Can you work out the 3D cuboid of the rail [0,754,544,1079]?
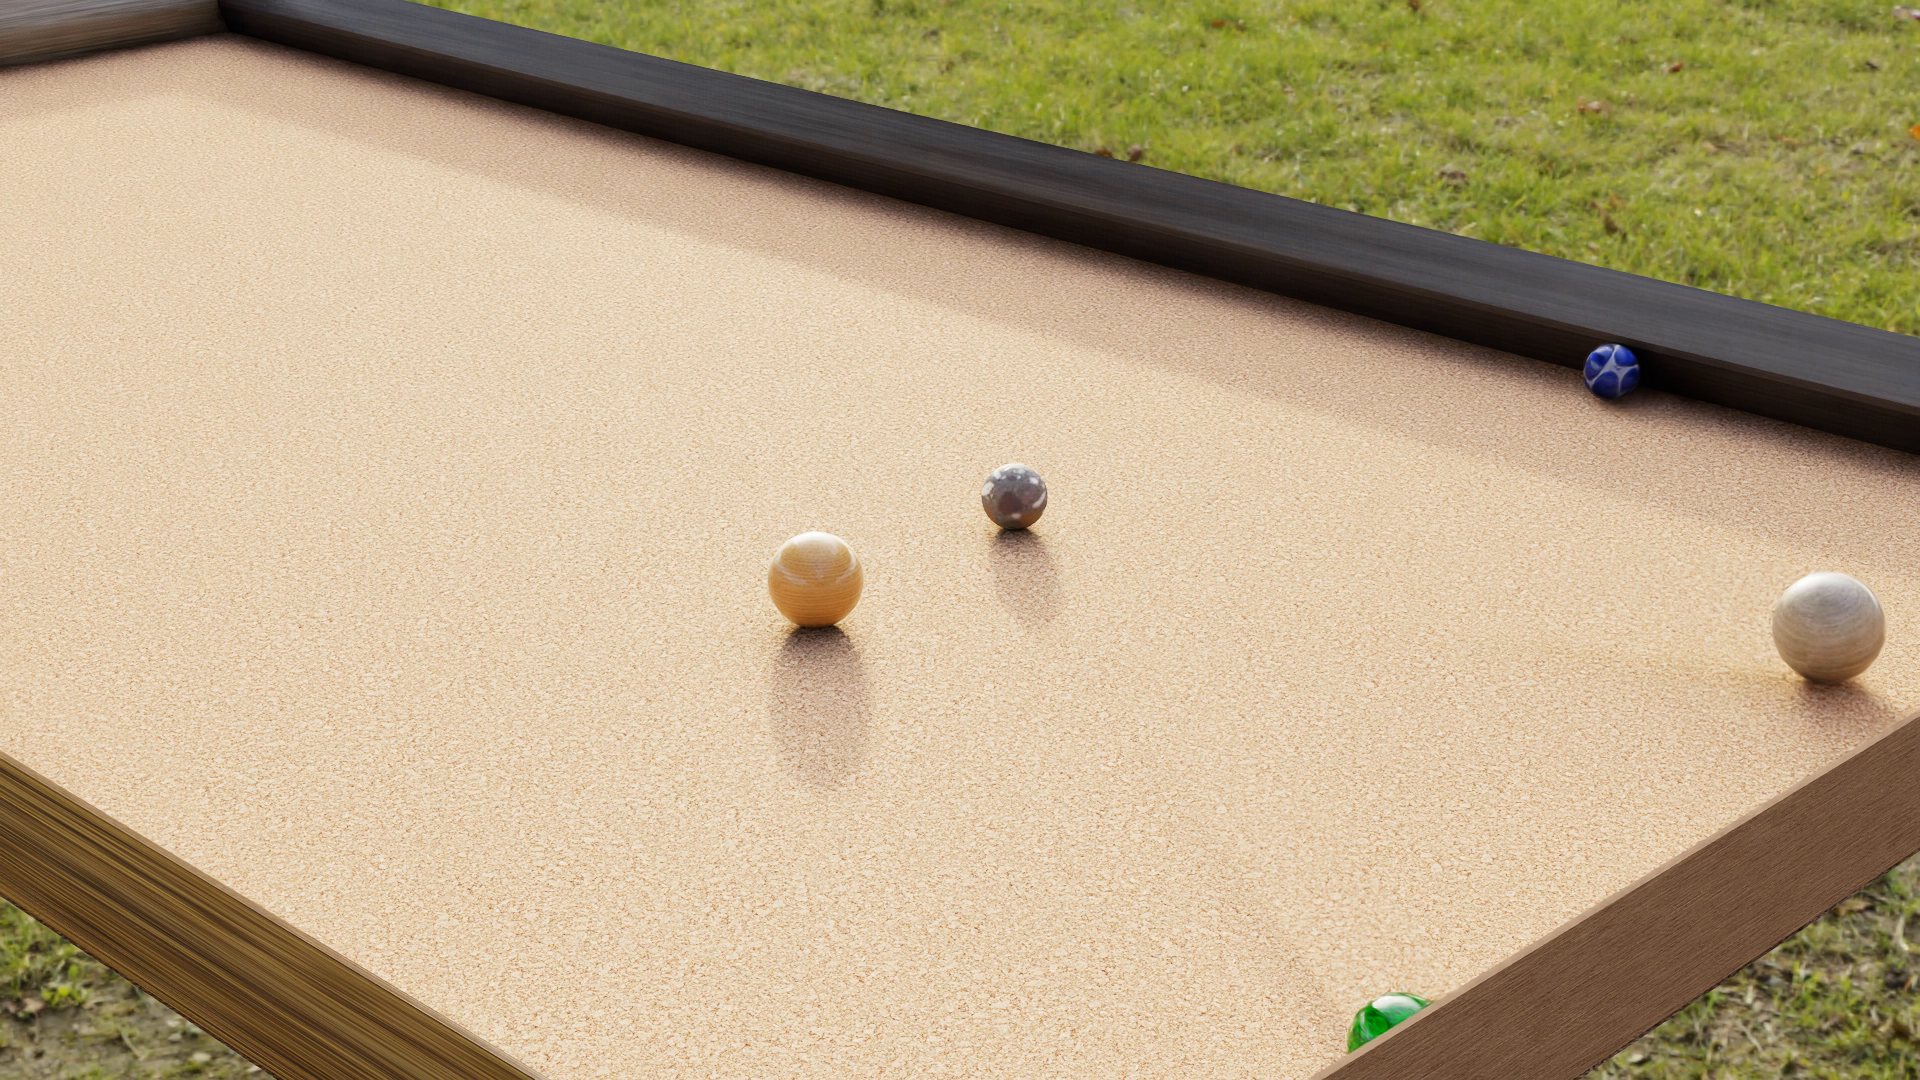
[{"bbox_3d":[-1.255,-0.018,2.623,3.530,0.119,0.045,19,28,41],"label":"rail"}]

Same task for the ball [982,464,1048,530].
[{"bbox_3d":[0.051,-0.041,2.764,0.062,0.062,0.062,0,21,0],"label":"ball"}]

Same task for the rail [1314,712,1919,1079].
[{"bbox_3d":[0.612,0.192,2.076,0.045,0.119,1.832,19,28,41],"label":"rail"}]

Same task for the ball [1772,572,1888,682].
[{"bbox_3d":[0.717,0.072,2.428,0.091,0.091,0.091,0,21,0],"label":"ball"}]

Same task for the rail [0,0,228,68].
[{"bbox_3d":[-1.869,-0.683,4.358,0.045,0.119,1.832,19,28,41],"label":"rail"}]

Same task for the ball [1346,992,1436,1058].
[{"bbox_3d":[0.274,0.315,1.829,0.068,0.068,0.068,0,21,0],"label":"ball"}]

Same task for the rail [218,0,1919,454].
[{"bbox_3d":[-0.002,-0.473,3.810,3.530,0.119,0.045,19,28,41],"label":"rail"}]

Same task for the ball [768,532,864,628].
[{"bbox_3d":[-0.125,0.034,2.539,0.083,0.083,0.083,0,21,0],"label":"ball"}]

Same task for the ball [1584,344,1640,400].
[{"bbox_3d":[0.694,-0.179,3.130,0.059,0.059,0.059,0,21,0],"label":"ball"}]
